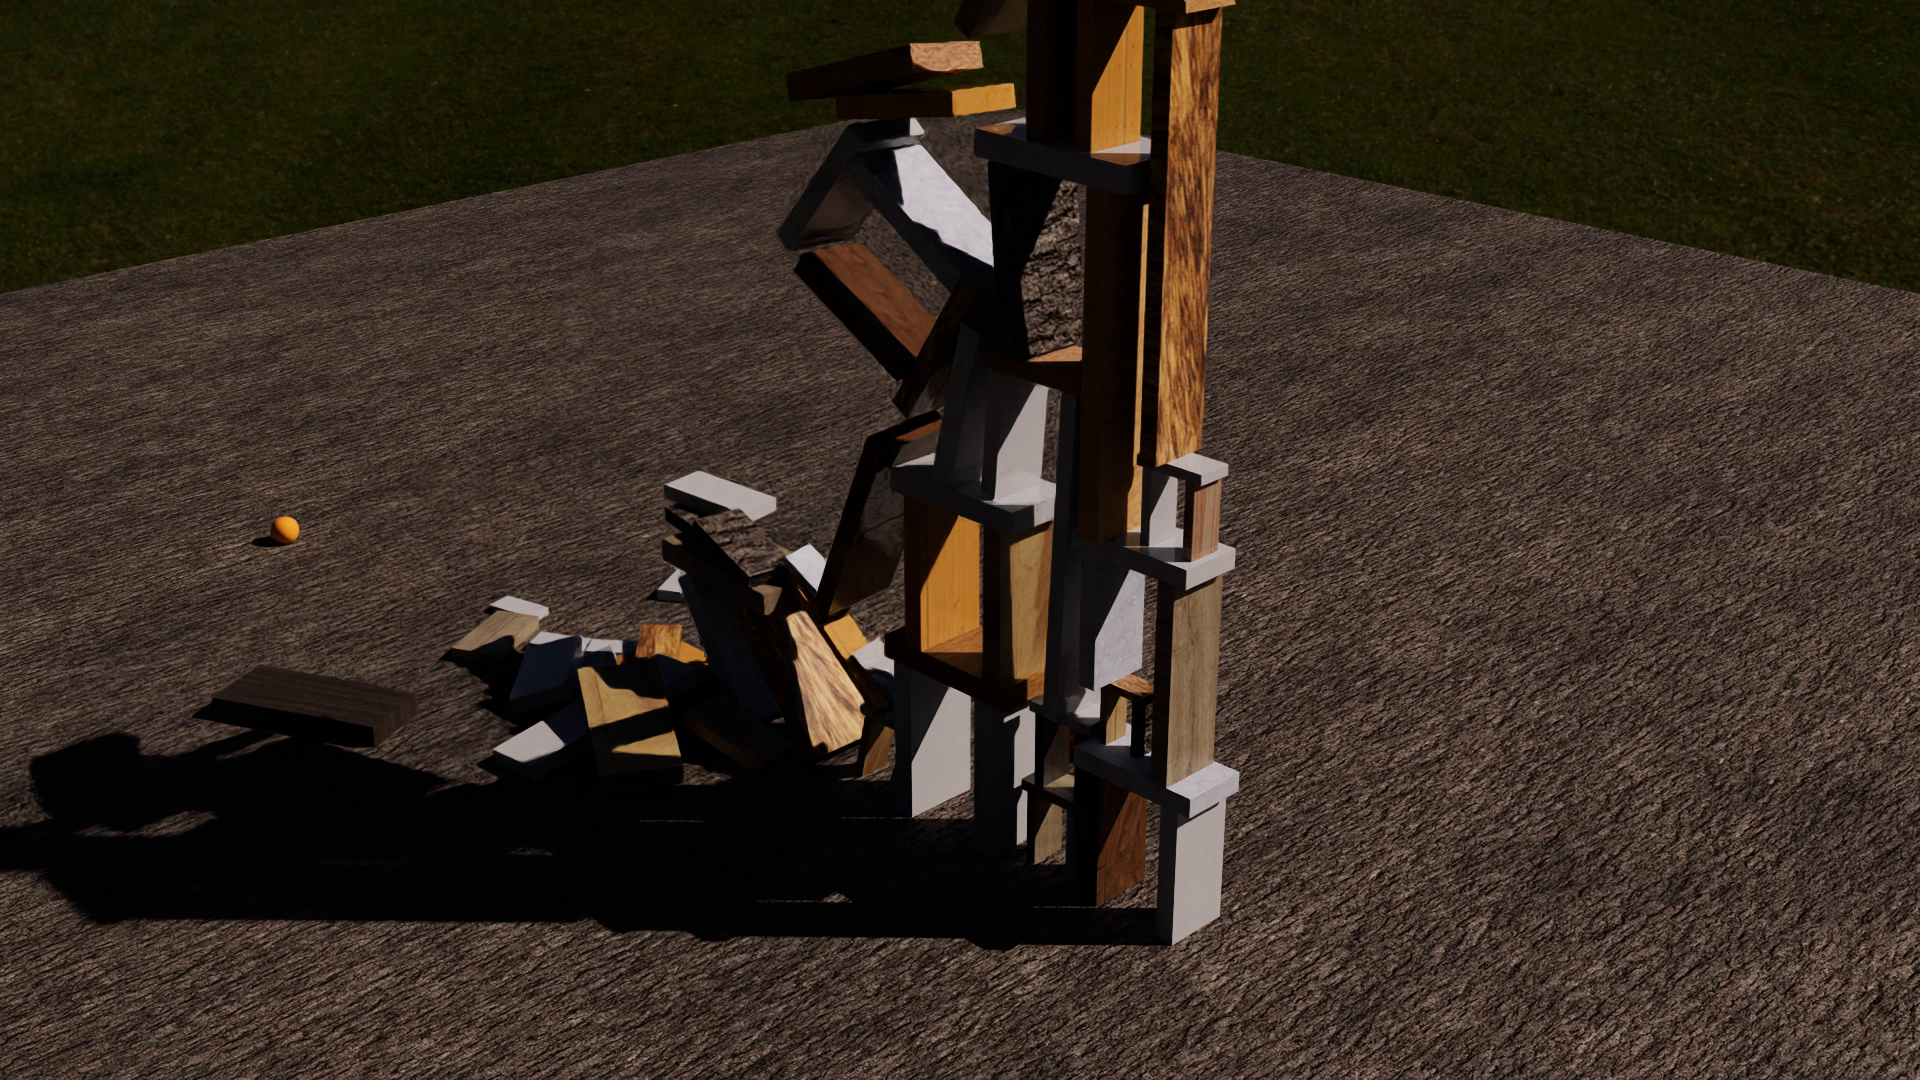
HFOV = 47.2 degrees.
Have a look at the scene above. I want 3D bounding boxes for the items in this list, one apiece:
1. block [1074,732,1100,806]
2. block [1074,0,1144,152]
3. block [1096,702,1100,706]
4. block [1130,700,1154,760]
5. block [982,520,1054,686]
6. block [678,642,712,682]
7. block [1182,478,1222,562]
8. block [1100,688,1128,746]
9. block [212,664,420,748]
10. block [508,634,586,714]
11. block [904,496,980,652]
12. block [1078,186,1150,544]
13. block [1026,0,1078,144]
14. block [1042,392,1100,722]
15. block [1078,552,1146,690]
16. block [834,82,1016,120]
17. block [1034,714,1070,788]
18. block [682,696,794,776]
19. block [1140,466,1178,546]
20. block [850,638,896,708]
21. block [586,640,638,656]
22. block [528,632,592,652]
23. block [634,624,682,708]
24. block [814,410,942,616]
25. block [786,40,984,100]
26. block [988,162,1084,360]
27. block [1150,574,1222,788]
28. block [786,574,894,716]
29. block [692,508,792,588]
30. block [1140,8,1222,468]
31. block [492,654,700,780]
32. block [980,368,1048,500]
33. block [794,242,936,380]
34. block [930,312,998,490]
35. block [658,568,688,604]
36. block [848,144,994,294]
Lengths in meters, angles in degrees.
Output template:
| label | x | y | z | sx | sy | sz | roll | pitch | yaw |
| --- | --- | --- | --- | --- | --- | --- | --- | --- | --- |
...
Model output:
| label | x | y | z | sx | sy | sz | roll | pitch | yaw |
| --- | --- | --- | --- | --- | --- | --- | --- | --- | --- |
| block | 0.249 | 0.416 | 4.139 | 0.021 | 0.151 | 0.076 | 20 | 31 | 40 |
| block | 0.246 | -0.776 | 3.623 | 0.125 | 0.249 | 0.035 | -21 | 31 | -41 |
| block | 0.219 | 0.367 | 4.856 | 0.219 | 0.031 | 0.109 | -4 | 23 | -9 |
| block | 0.337 | 0.337 | 4.010 | 0.057 | 0.113 | 0.016 | -21 | 31 | -40 |
| block | 0.115 | 0.101 | 4.140 | 0.159 | 0.319 | 0.045 | -21 | 31 | -40 |
| block | -0.544 | 0.308 | 5.010 | 0.071 | 0.020 | 0.401 | -21 | 31 | -40 |
| block | 0.413 | -0.040 | 3.758 | 0.072 | 0.143 | 0.020 | -21 | 31 | -40 |
| block | 0.283 | 0.317 | 4.059 | 0.016 | 0.113 | 0.057 | 21 | 31 | 40 |
| block | -1.418 | 0.363 | 4.842 | 0.413 | 0.049 | 0.172 | 8 | 24 | 18 |
| block | -0.930 | 0.300 | 4.963 | 0.131 | 0.037 | 0.261 | -15 | 23 | 5 |
| block | -0.035 | 0.042 | 4.278 | 0.159 | 0.319 | 0.045 | -21 | 30 | -40 |
| block | 0.285 | -0.311 | 3.778 | 0.171 | 0.625 | 0.049 | -21 | 31 | -40 |
| block | 0.181 | -0.861 | 3.662 | 0.154 | 0.372 | 0.044 | -21 | 31 | -40 |
| block | 0.221 | 0.023 | 3.987 | 0.035 | 0.648 | 0.125 | 24 | 33 | 39 |
| block | 0.275 | 0.128 | 3.978 | 0.132 | 0.265 | 0.037 | -21 | 31 | -40 |
| block | -0.065 | -0.789 | 3.957 | 0.154 | 0.044 | 0.308 | -18 | 19 | -41 |
| block | 0.176 | 0.389 | 4.203 | 0.021 | 0.151 | 0.076 | 20 | 30 | 39 |
| block | -0.471 | 0.415 | 4.676 | 0.219 | 0.031 | 0.109 | 30 | 35 | 26 |
| block | 0.346 | -0.067 | 3.820 | 0.072 | 0.143 | 0.020 | -21 | 31 | -40 |
| block | -0.150 | 0.275 | 4.518 | 0.075 | 0.021 | 0.149 | -32 | 70 | -33 |
| block | -0.802 | 0.256 | 5.133 | 0.131 | 0.019 | 0.066 | 2 | 23 | 5 |
| block | -0.938 | 0.245 | 5.160 | 0.131 | 0.019 | 0.066 | 7 | 24 | 16 |
| block | -0.686 | 0.349 | 4.865 | 0.096 | 0.027 | 0.636 | -1 | 26 | -2 |
| block | -0.160 | -0.048 | 4.367 | 0.164 | 0.522 | 0.047 | -26 | 64 | -32 |
| block | -0.141 | -0.856 | 4.015 | 0.172 | 0.049 | 0.345 | -15 | 10 | -42 |
| block | 0.136 | -0.503 | 3.859 | 0.171 | 0.343 | 0.049 | -21 | 26 | -40 |
| block | 0.400 | 0.237 | 3.888 | 0.132 | 0.394 | 0.037 | -21 | 31 | -41 |
| block | -0.238 | 0.207 | 4.569 | 0.075 | 0.021 | 0.364 | -17 | 62 | -36 |
| block | -0.462 | 0.017 | 4.690 | 0.114 | 0.032 | 0.228 | -16 | 42 | -34 |
| block | 0.362 | -0.494 | 3.619 | 0.035 | 0.760 | 0.125 | 21 | 31 | 40 |
| block | -0.780 | 0.377 | 4.745 | 0.130 | 0.037 | 0.469 | 16 | 34 | 39 |
| block | 0.101 | -0.207 | 4.017 | 0.035 | 0.250 | 0.125 | 26 | 34 | 38 |
| block | -0.156 | -0.440 | 4.203 | 0.160 | 0.045 | 0.320 | -18 | 57 | -45 |
| block | 0.048 | -0.263 | 4.051 | 0.164 | 0.329 | 0.047 | -21 | 45 | -41 |
| block | -0.672 | 0.103 | 5.483 | 0.096 | 0.027 | 0.192 | 6 | 24 | 15 |
| block | -0.045 | -0.590 | 4.022 | 0.160 | 0.045 | 0.320 | -20 | 62 | -40 |
